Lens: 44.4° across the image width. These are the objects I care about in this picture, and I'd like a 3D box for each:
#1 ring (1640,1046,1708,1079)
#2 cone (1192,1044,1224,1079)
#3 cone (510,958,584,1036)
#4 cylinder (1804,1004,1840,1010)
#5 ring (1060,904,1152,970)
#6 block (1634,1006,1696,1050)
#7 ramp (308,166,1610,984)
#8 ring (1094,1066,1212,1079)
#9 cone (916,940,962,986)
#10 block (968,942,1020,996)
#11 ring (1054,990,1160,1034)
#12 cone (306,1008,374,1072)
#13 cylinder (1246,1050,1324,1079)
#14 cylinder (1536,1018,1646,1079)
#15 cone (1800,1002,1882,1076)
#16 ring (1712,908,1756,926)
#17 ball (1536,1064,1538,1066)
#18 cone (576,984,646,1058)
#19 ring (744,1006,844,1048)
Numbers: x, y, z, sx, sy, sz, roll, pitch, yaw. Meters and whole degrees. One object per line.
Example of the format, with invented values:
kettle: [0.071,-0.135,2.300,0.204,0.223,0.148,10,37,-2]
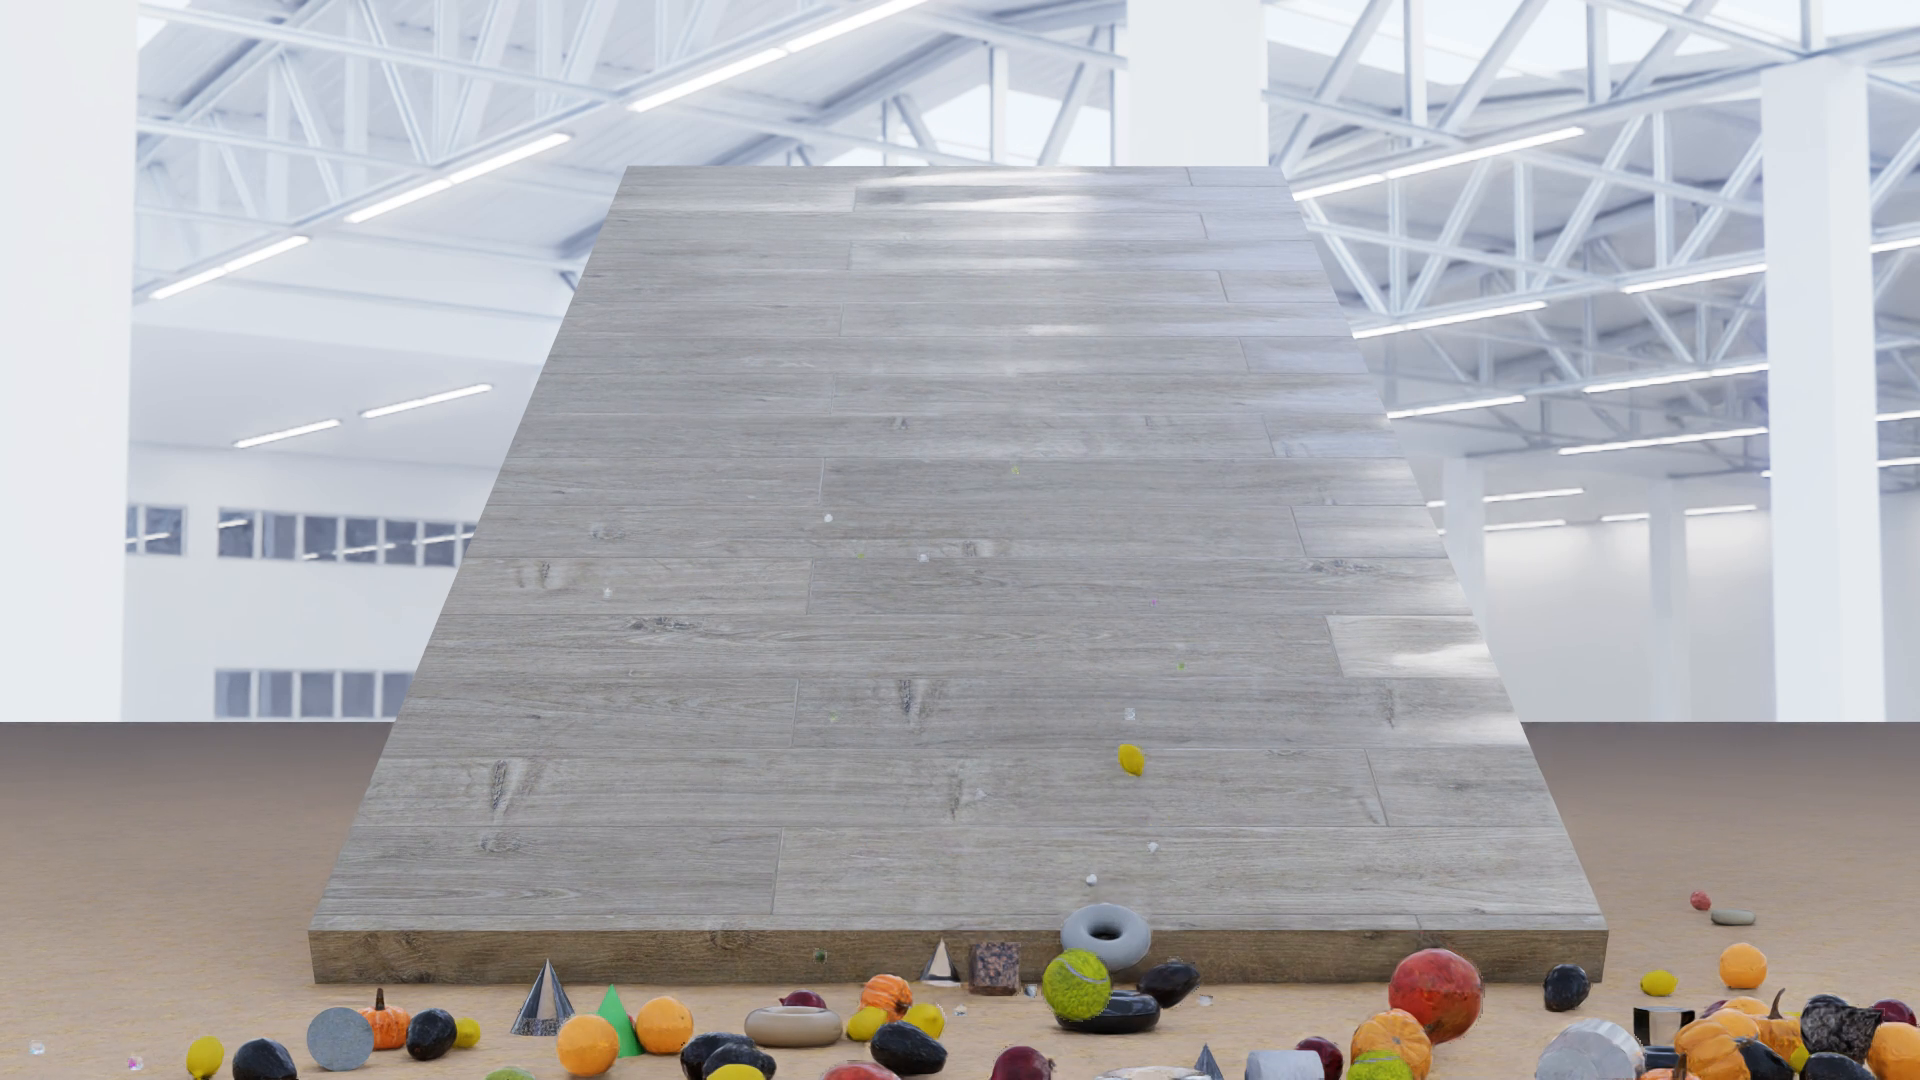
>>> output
ring: [0.815,0.604,2.719,0.094,0.031,0.094,-1,-5,0]
cone: [0.263,0.571,2.515,0.067,0.067,0.067,0,-4,0]
cone: [-0.545,0.600,3.109,0.096,0.096,0.096,0,-4,0]
cylinder: [1.086,0.610,2.950,0.052,0.052,0.052,0,-4,0]
ring: [0.221,0.601,3.566,0.137,0.046,0.137,0,28,0]
block: [0.870,0.607,2.908,0.053,0.053,0.053,1,-4,-15]
ramp: [-0.010,-0.229,5.438,2.000,0.100,4.000,0,26,0]
ring: [0.200,0.576,2.441,0.137,0.046,0.137,-1,-4,0]
cone: [-0.028,0.616,3.452,0.067,0.067,0.067,3,-18,1]
block: [0.049,0.629,3.448,0.064,0.064,0.064,5,-23,-9]
ring: [0.195,0.626,3.130,0.143,0.048,0.143,1,-5,0]
cone: [-0.747,0.608,2.803,0.079,0.079,0.079,2,-31,-28]
cylinder: [0.339,0.567,2.459,0.066,0.066,0.066,1,-4,-9]
cylinder: [0.648,0.547,2.418,0.098,0.098,0.098,-2,-5,22]
cone: [0.987,0.534,2.589,0.086,0.086,0.086,2,-32,-23]
ring: [1.542,0.752,4.695,0.086,0.029,0.086,1,-4,0]
ball: [0.652,0.580,2.555,0.054,0.054,0.054,0,-4,0]
cone: [-0.431,0.591,2.908,0.085,0.085,0.085,0,-4,0]
ring: [-0.212,0.619,2.996,0.126,0.042,0.126,1,-5,0]
